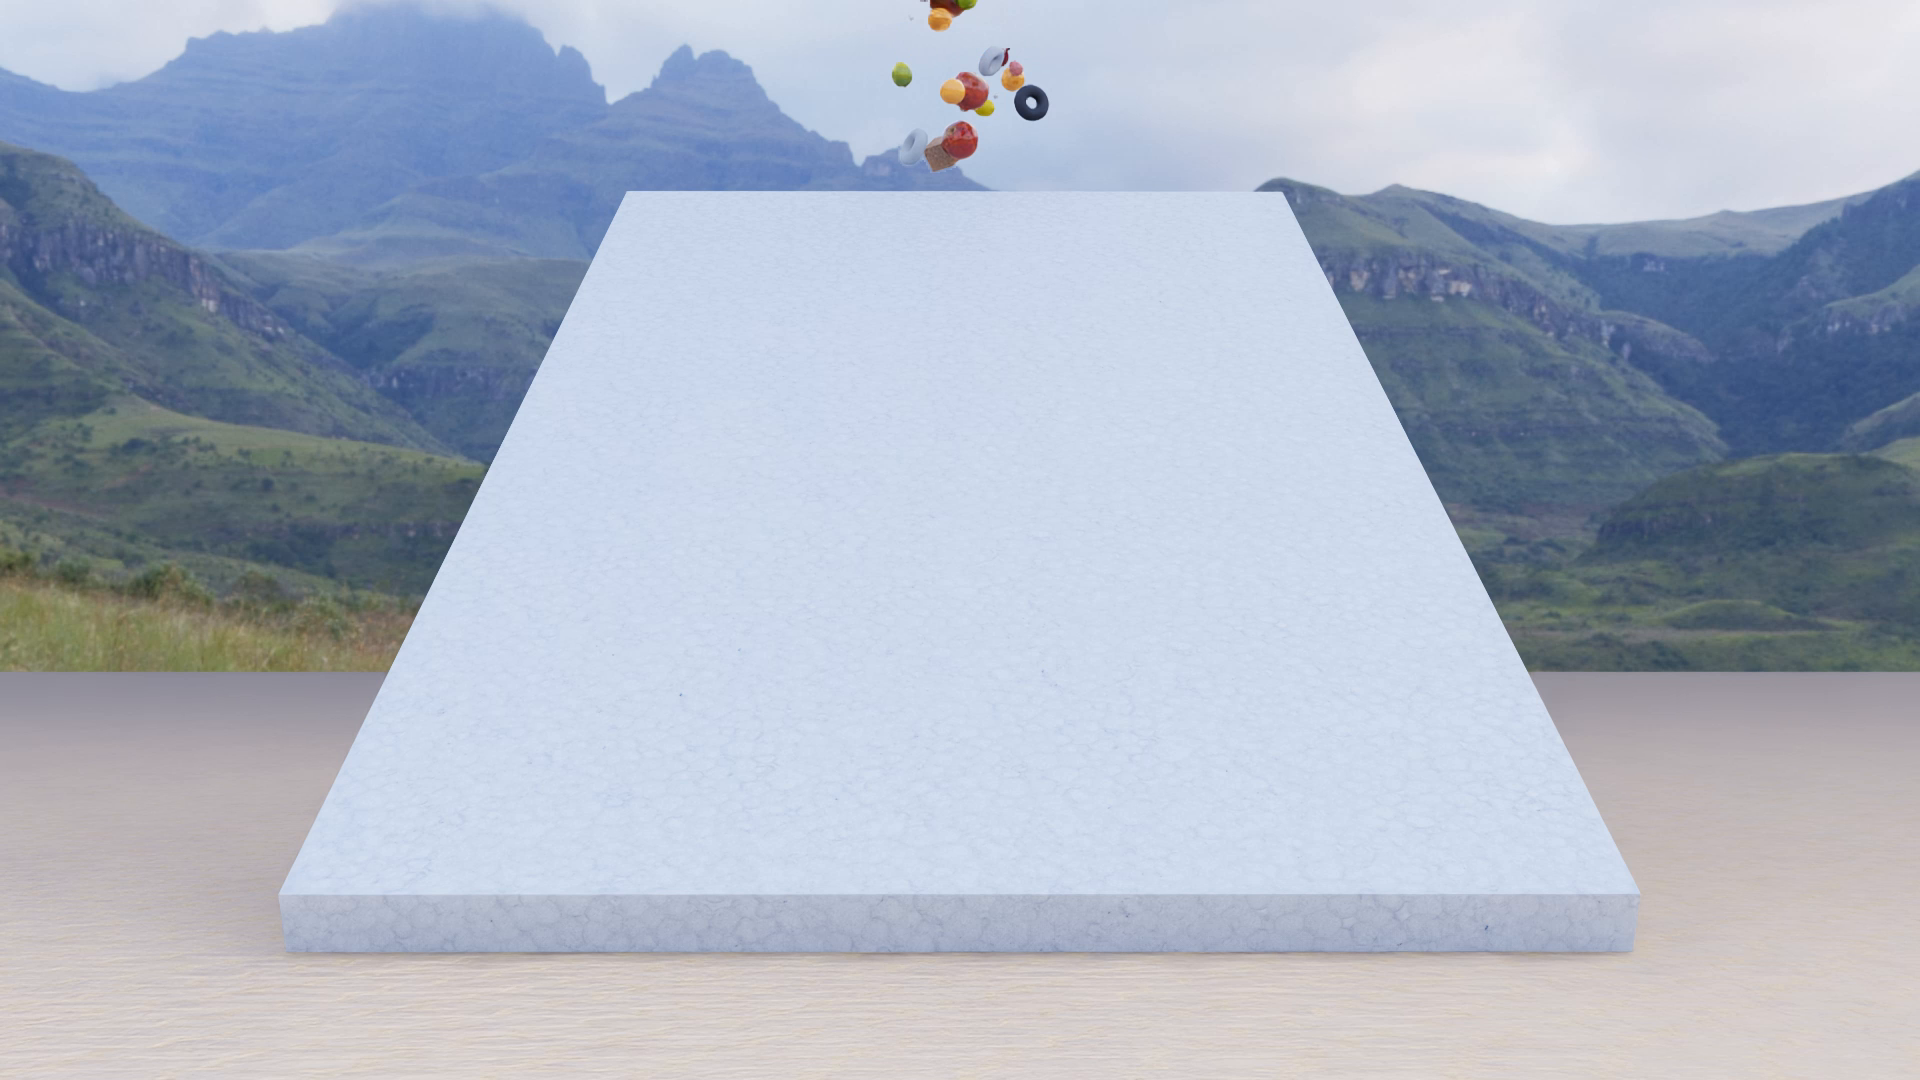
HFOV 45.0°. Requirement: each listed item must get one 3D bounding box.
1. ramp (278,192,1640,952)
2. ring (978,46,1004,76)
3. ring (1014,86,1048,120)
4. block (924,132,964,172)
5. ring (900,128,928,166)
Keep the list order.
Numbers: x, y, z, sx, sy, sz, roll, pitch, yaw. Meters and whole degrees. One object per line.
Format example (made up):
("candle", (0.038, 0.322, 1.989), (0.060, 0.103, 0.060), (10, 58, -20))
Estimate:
("ramp", (-0.008, -0.226, 5.257), (2.000, 0.100, 4.000), (0, 23, 0))
("ring", (0.089, -1.348, 6.517), (0.031, 0.094, 0.094), (36, 12, 23))
("ring", (0.210, -1.281, 6.789), (0.108, 0.108, 0.036), (1, -6, -21))
("block", (-0.050, -1.158, 6.917), (0.076, 0.076, 0.076), (-11, 28, 38))
("ring", (-0.135, -1.155, 6.811), (0.038, 0.115, 0.115), (24, -14, -27))
